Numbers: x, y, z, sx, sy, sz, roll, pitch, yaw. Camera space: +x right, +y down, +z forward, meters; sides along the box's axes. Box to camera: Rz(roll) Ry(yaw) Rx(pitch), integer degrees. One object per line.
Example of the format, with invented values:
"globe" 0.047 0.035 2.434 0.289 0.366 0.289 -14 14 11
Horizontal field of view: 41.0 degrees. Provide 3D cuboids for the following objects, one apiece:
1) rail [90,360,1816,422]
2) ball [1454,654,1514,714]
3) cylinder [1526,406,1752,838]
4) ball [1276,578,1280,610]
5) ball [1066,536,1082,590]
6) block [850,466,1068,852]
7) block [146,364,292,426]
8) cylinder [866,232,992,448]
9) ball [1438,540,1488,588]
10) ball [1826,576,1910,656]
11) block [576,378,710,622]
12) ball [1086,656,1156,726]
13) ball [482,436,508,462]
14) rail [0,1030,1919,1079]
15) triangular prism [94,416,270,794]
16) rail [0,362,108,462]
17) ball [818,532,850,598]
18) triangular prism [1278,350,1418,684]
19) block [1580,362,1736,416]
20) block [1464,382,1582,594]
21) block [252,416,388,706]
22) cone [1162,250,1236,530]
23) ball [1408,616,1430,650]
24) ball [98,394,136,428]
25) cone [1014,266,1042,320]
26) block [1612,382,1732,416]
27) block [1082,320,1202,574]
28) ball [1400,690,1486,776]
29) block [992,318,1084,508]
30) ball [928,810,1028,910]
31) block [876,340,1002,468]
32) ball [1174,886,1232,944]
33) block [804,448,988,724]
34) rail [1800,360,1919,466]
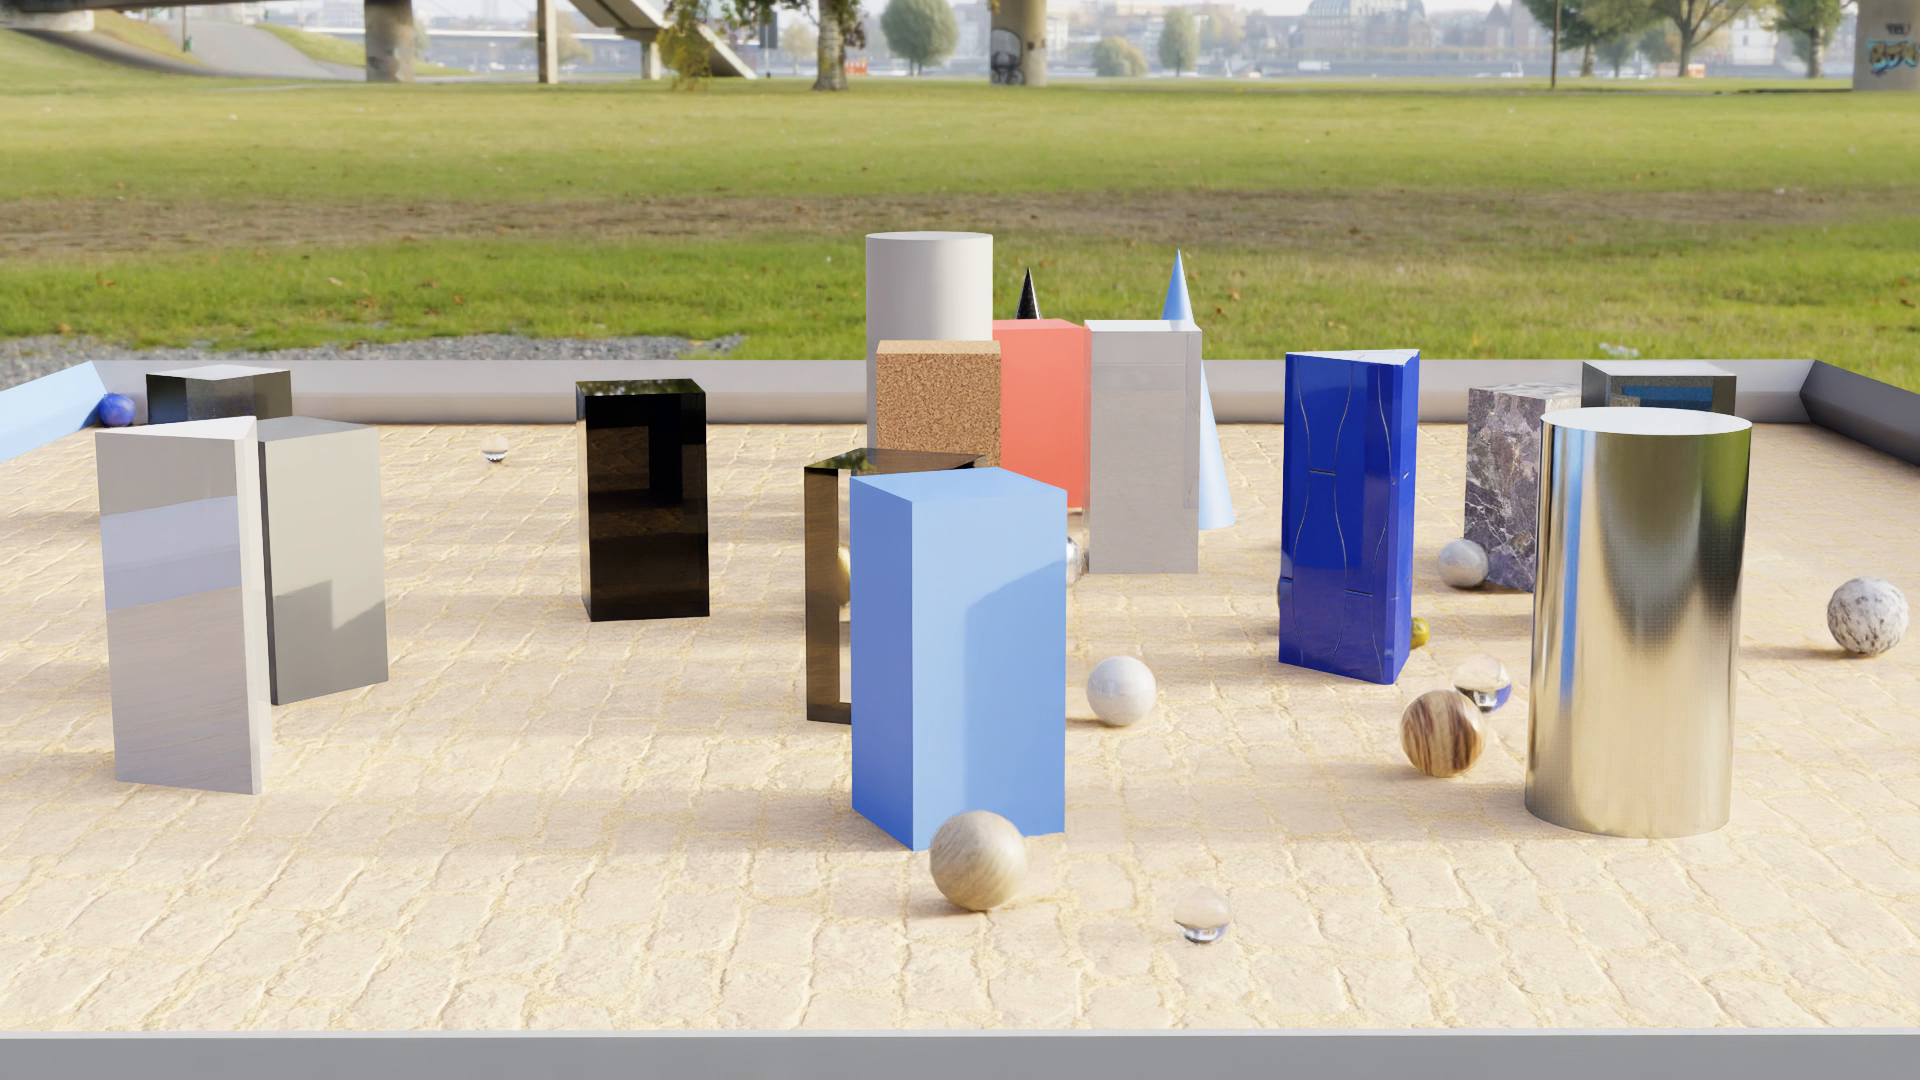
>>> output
"rail" -0.011 -0.301 5.254 3.543 0.128 0.045 0 10 0
"ball" 0.595 0.163 2.917 0.068 0.068 0.068 0 10 0
"cylinder" 0.660 0.076 2.507 0.197 0.389 0.197 0 10 0
"ball" 0.459 0.070 3.343 0.095 0.095 0.095 0 10 0
"ball" 0.128 0.031 3.577 0.086 0.086 0.086 0 10 0
"block" -0.003 0.110 2.477 0.158 0.333 0.158 -5 11 -23
"block" -1.186 -0.149 4.124 0.158 0.243 0.158 7 12 32
"cylinder" -0.048 -0.243 4.019 0.197 0.465 0.197 0 10 0
"ball" 0.708 0.034 3.609 0.070 0.070 0.070 0 10 0
"ball" 1.134 0.095 3.202 0.099 0.099 0.099 0 10 0
"block" -0.429 -0.057 3.462 0.158 0.302 0.158 -2 11 -13
"ball" 0.180 0.168 2.862 0.078 0.078 0.078 0 10 0
"ball" -0.862 -0.168 4.759 0.048 0.048 0.048 0 10 0
"rail" 0.011 0.367 1.644 3.543 0.128 0.045 0 10 0
"triangular prism" -0.767 0.061 2.657 0.171 0.363 0.148 4 11 19
"rail" -1.748 0.035 3.439 0.045 0.128 3.719 0 10 0
"ball" -0.151 0.034 3.550 0.091 0.091 0.091 0 10 0
"triangular prism" 0.506 -0.036 3.129 0.148 0.383 0.171 -10 14 -42
"block" 0.900 -0.054 3.341 0.158 0.341 0.158 0 10 1
"block" 0.834 -0.078 3.656 0.158 0.273 0.158 -6 12 -29
"block" -0.795 0.020 3.034 0.158 0.307 0.158 9 14 39
"cone" 0.347 -0.249 4.119 0.197 0.441 0.197 0 10 0
"ball" 0.573 0.117 3.238 0.041 0.041 0.041 0 10 0
"ball" -1.710 -0.262 5.202 0.071 0.071 0.071 0 10 0
"cone" 0.126 -0.325 4.736 0.197 0.365 0.197 0 10 0
"block" 1.054 -0.100 3.827 0.158 0.253 0.158 2 11 11
"block" 0.265 -0.139 3.767 0.158 0.353 0.158 0 10 -1
"ball" 0.501 0.200 2.660 0.089 0.089 0.089 0 10 0
"block" 0.111 -0.213 4.308 0.158 0.300 0.158 -2 11 -12
"ball" 0.016 0.279 2.239 0.087 0.087 0.087 0 10 0
"block" -0.027 -0.070 3.358 0.158 0.366 0.158 0 10 0
"ball" 0.203 0.315 2.151 0.048 0.048 0.048 0 10 0
"block" -0.071 0.053 2.905 0.158 0.289 0.158 4 11 21
"rail" 1.748 0.031 3.459 0.045 0.128 3.719 0 10 0
